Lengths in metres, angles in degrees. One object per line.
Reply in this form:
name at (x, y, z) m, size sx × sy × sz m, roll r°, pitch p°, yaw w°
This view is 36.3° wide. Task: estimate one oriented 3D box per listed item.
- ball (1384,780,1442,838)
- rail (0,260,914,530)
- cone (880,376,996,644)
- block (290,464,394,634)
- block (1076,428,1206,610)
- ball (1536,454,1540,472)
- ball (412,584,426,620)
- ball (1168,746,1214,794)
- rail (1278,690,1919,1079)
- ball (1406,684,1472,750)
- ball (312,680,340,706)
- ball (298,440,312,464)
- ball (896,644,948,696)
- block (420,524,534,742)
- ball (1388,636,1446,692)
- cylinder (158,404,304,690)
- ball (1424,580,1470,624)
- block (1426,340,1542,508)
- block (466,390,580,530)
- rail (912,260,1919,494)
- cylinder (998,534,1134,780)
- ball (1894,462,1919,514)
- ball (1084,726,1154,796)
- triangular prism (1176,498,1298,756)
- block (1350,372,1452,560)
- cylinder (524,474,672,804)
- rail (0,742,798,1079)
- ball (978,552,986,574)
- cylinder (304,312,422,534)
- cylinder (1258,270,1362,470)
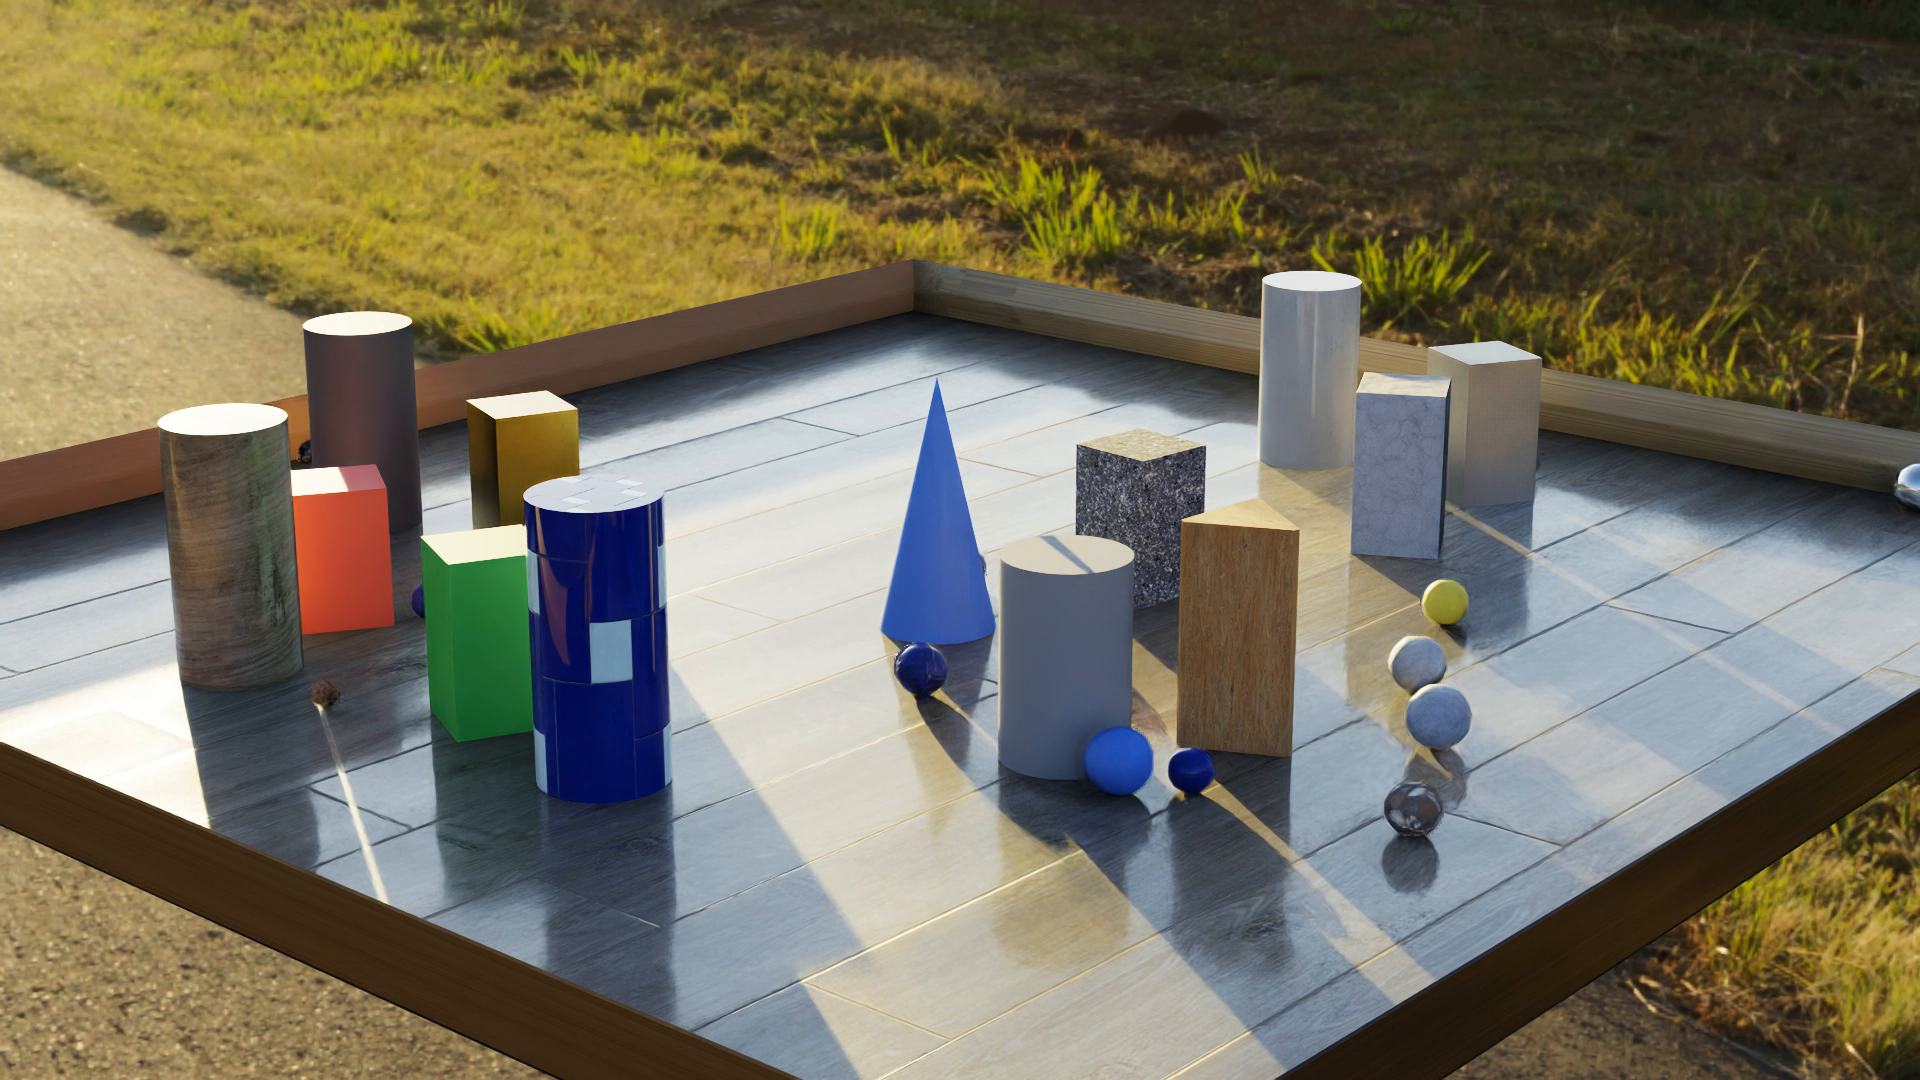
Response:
ball at (0.630, 0.373, 4.078) m, size 0.080 × 0.080 × 0.080 m, roll 0°, pitch 17°, yaw 0°
rail at (-1.206, -0.270, 6.123) m, size 0.045 × 0.129 × 3.373 m, roll 14°, pitch 22°, yaw 39°
cone at (-0.038, -0.063, 4.910) m, size 0.199 × 0.434 × 0.199 m, roll 0°, pitch 17°, yaw 0°
block at (-1.058, 0.014, 4.987) m, size 0.159 × 0.242 × 0.159 m, roll -5°, pitch 18°, yaw -17°
block at (0.315, -0.039, 5.128) m, size 0.159 × 0.264 × 0.159 m, roll -15°, pitch 23°, yaw -41°
ball at (1.128, -0.153, 5.857) m, size 0.061 × 0.061 × 0.061 m, roll 0°, pitch 17°, yaw 0°
ball at (-0.903, 0.104, 4.998) m, size 0.065 × 0.065 × 0.065 m, roll 0°, pitch 17°, yaw 0°
ball at (0.333, 0.332, 4.235) m, size 0.067 × 0.067 × 0.067 m, roll 0°, pitch 17°, yaw 0°
rail at (1.206, 0.334, 4.117) m, size 0.045 × 0.129 × 3.373 m, roll 14°, pitch 22°, yaw 39°
ball at (0.719, 0.265, 4.404) m, size 0.099 × 0.099 × 0.099 m, roll 0°, pitch 17°, yaw 0°
ball at (-0.991, 0.240, 4.586) m, size 0.041 × 0.041 × 0.041 m, roll 0°, pitch 17°, yaw 0°
ball at (-1.321, -0.178, 5.961) m, size 0.049 × 0.049 × 0.049 m, roll 0°, pitch 17°, yaw 0°
ball at (-0.061, 0.205, 4.632) m, size 0.082 × 0.082 × 0.082 m, roll 0°, pitch 17°, yaw 0°
block at (-0.722, 0.141, 4.499) m, size 0.159 × 0.282 × 0.159 m, roll -8°, pitch 18°, yaw -24°
ball at (0.725, 0.196, 4.645) m, size 0.091 × 0.091 × 0.091 m, roll 0°, pitch 17°, yaw 0°
cylinder at (-1.165, 0.010, 4.695) m, size 0.199 × 0.420 × 0.199 m, roll 0°, pitch 17°, yaw 0°
ball at (0.825, 0.105, 4.974) m, size 0.077 × 0.077 × 0.077 m, roll 0°, pitch 17°, yaw 0°
block at (1.016, -0.227, 5.716) m, size 0.159 × 0.284 × 0.159 m, roll -6°, pitch 18°, yaw -20°
block at (-0.815, -0.135, 5.484) m, size 0.159 × 0.243 × 0.159 m, roll -9°, pitch 19°, yaw -27°
rail at (1.090, -0.330, 6.322) m, size 3.242 × 0.129 × 0.045 m, roll 14°, pitch 22°, yaw 39°
cylinder at (0.156, 0.172, 4.339) m, size 0.199 × 0.315 × 0.199 m, roll 0°, pitch 17°, yaw 0°
ball at (1.839, -0.099, 5.617) m, size 0.097 × 0.097 × 0.097 m, roll 0°, pitch 17°, yaw 0°
ball at (0.229, 0.318, 4.226) m, size 0.100 × 0.100 × 0.100 m, roll 0°, pitch 17°, yaw 0°
triangular prism at (0.430, 0.127, 4.421) m, size 0.172 × 0.354 × 0.149 m, roll 5°, pitch 17°, yaw 15°
block at (0.810, -0.138, 5.387) m, size 0.159 × 0.304 × 0.159 m, roll 4°, pitch 17°, yaw 12°
cylinder at (-0.521, 0.141, 4.234) m, size 0.199 × 0.434 × 0.199 m, roll 0°, pitch 17°, yaw 0°
rail at (-1.090, 0.395, 3.917) m, size 3.242 × 0.129 × 0.045 m, roll 14°, pitch 22°, yaw 39°
ball at (0.015, 0.048, 5.184) m, size 0.065 × 0.065 × 0.065 m, roll 0°, pitch 17°, yaw 0°
cylinder at (-1.122, -0.219, 5.515) m, size 0.199 × 0.385 × 0.199 m, roll 0°, pitch 17°, yaw 0°
cylinder at (0.710, -0.346, 5.965) m, size 0.199 × 0.369 × 0.199 m, roll 0°, pitch 17°, yaw 0°
